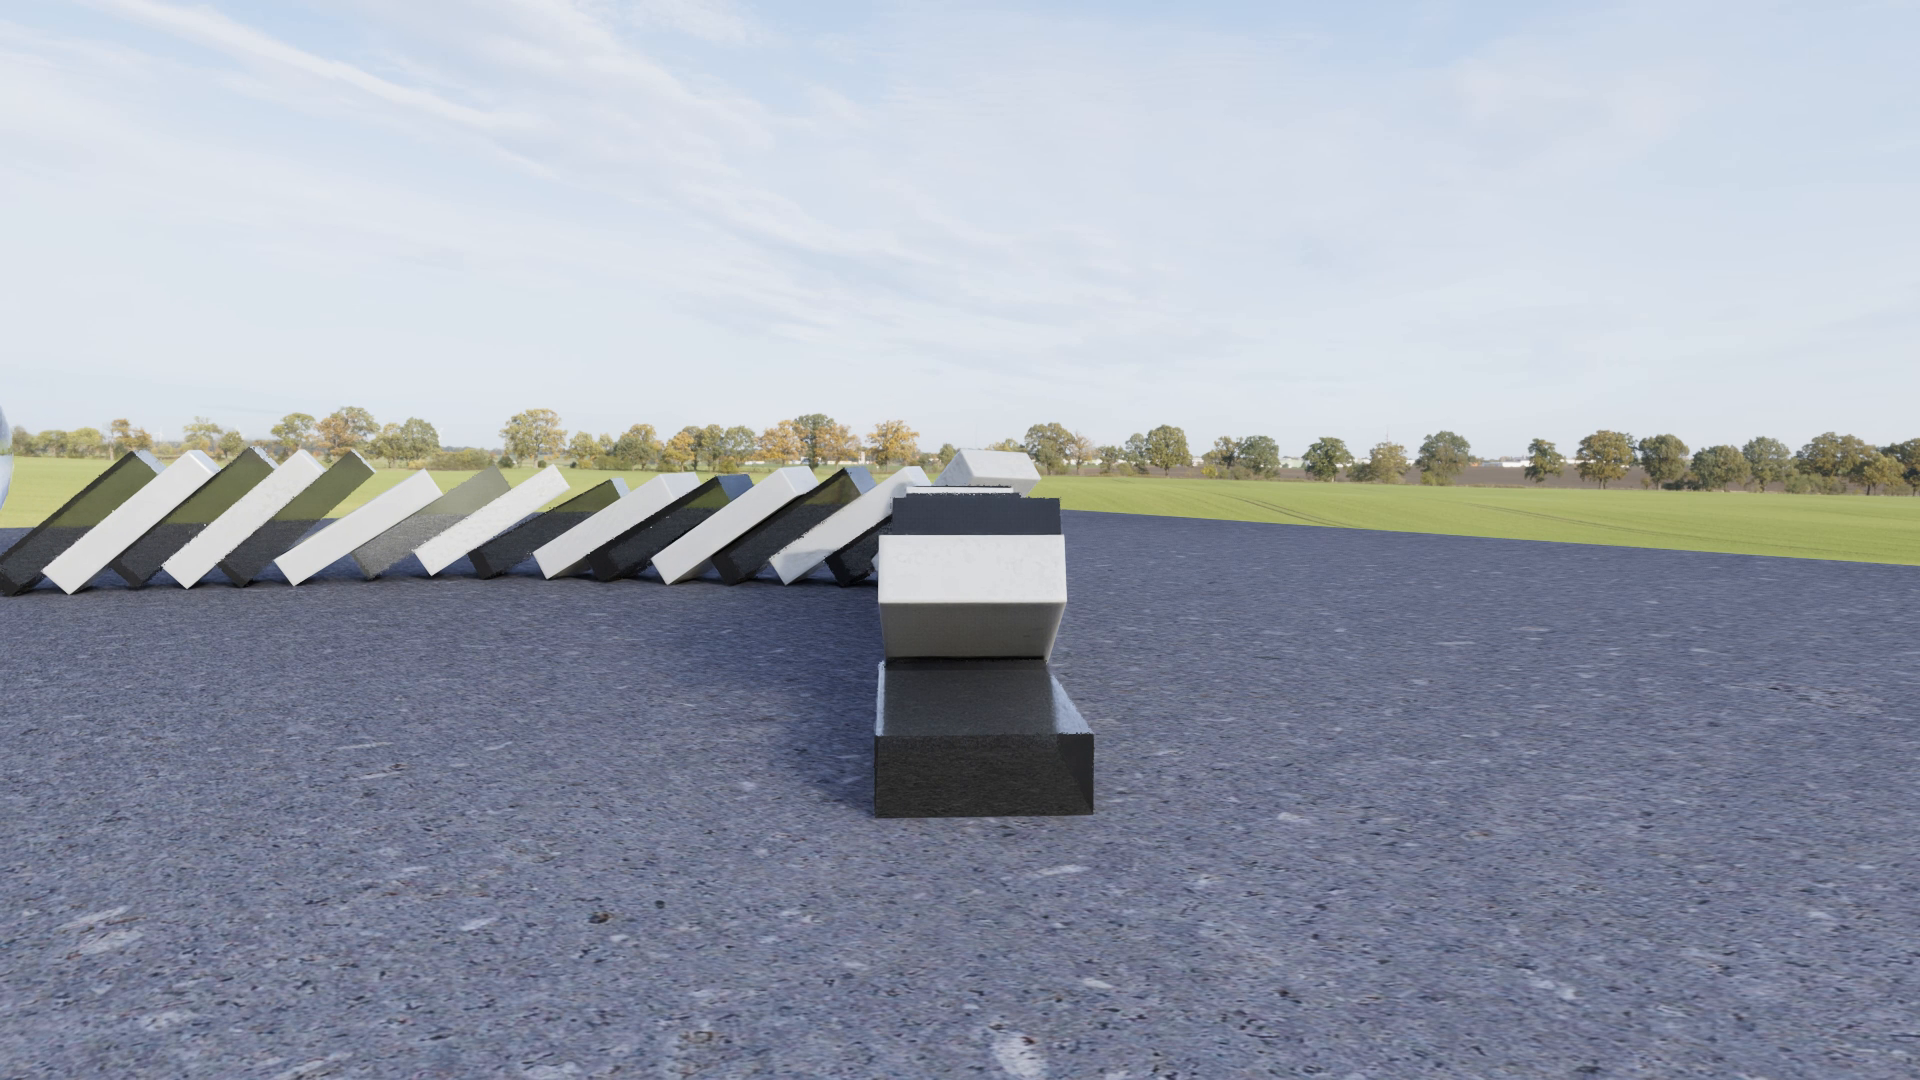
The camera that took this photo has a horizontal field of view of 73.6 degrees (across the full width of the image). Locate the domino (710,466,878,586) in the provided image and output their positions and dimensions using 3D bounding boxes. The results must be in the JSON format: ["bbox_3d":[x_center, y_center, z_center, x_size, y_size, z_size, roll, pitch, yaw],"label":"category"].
[{"bbox_3d":[-0.050,-0.005,0.393,0.050,0.009,0.025,-33,-2,11],"label":"domino"}]

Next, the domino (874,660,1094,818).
[{"bbox_3d":[0.002,0.025,0.171,0.025,0.010,0.050,0,4,-3],"label":"domino"}]

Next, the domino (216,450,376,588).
[{"bbox_3d":[-0.203,-0.007,0.395,0.050,0.009,0.025,-45,19,-14],"label":"domino"}]

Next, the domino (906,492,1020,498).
[{"bbox_3d":[-0.001,0.004,0.301,0.025,0.010,0.050,0,-24,-5],"label":"domino"}]

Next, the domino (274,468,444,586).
[{"bbox_3d":[-0.187,-0.005,0.401,0.050,0.010,0.025,-36,16,-17],"label":"domino"}]

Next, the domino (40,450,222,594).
[{"bbox_3d":[-0.242,-0.006,0.378,0.050,0.009,0.025,-45,19,-14],"label":"domino"}]

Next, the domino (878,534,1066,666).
[{"bbox_3d":[0.001,0.013,0.195,0.025,0.010,0.050,0,-21,-1],"label":"domino"}]

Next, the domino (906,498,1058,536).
[{"bbox_3d":[0.002,0.008,0.234,0.025,0.010,0.050,0,-26,-3],"label":"domino"}]

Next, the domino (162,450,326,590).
[{"bbox_3d":[-0.217,-0.007,0.391,0.050,0.009,0.025,-46,19,-14],"label":"domino"}]

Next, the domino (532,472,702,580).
[{"bbox_3d":[-0.107,-0.005,0.406,0.050,0.010,0.025,-29,-2,13],"label":"domino"}]

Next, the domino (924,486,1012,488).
[{"bbox_3d":[-0.003,0.001,0.342,0.025,0.009,0.050,-1,-24,-11],"label":"domino"}]

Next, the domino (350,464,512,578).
[{"bbox_3d":[-0.168,-0.006,0.410,0.050,0.009,0.025,-35,12,-17],"label":"domino"}]

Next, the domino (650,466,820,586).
[{"bbox_3d":[-0.068,-0.005,0.393,0.050,0.010,0.025,-33,-3,13],"label":"domino"}]

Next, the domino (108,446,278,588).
[{"bbox_3d":[-0.229,-0.008,0.385,0.050,0.009,0.025,-45,19,-14],"label":"domino"}]

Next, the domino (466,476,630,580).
[{"bbox_3d":[-0.131,-0.004,0.415,0.050,0.009,0.025,-28,7,-4],"label":"domino"}]

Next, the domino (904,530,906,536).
[{"bbox_3d":[0.000,0.006,0.280,0.025,0.010,0.050,0,-22,-5],"label":"domino"}]

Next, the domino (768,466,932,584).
[{"bbox_3d":[-0.032,-0.005,0.393,0.050,0.010,0.025,-33,-2,9],"label":"domino"}]

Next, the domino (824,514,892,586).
[{"bbox_3d":[-0.015,-0.004,0.388,0.050,0.010,0.025,-33,-4,12],"label":"domino"}]

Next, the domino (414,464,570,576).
[{"bbox_3d":[-0.151,-0.007,0.417,0.050,0.009,0.025,-35,11,-16],"label":"domino"}]

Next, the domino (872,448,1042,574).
[{"bbox_3d":[-0.002,-0.006,0.367,0.025,0.010,0.050,0,-38,-42],"label":"domino"}]

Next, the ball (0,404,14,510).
[{"bbox_3d":[-0.317,-0.025,0.362,0.080,0.080,0.080,0,4,0],"label":"ball"}]

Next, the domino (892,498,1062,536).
[{"bbox_3d":[0.002,0.009,0.213,0.025,0.010,0.050,0,-26,-2],"label":"domino"}]

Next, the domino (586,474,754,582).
[{"bbox_3d":[-0.089,-0.004,0.401,0.050,0.010,0.025,-29,-2,13],"label":"domino"}]

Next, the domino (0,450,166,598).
[{"bbox_3d":[-0.255,-0.006,0.372,0.050,0.009,0.025,-45,19,-14],"label":"domino"}]

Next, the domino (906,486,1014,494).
[{"bbox_3d":[-0.002,0.002,0.320,0.025,0.009,0.050,1,-24,-5],"label":"domino"}]
